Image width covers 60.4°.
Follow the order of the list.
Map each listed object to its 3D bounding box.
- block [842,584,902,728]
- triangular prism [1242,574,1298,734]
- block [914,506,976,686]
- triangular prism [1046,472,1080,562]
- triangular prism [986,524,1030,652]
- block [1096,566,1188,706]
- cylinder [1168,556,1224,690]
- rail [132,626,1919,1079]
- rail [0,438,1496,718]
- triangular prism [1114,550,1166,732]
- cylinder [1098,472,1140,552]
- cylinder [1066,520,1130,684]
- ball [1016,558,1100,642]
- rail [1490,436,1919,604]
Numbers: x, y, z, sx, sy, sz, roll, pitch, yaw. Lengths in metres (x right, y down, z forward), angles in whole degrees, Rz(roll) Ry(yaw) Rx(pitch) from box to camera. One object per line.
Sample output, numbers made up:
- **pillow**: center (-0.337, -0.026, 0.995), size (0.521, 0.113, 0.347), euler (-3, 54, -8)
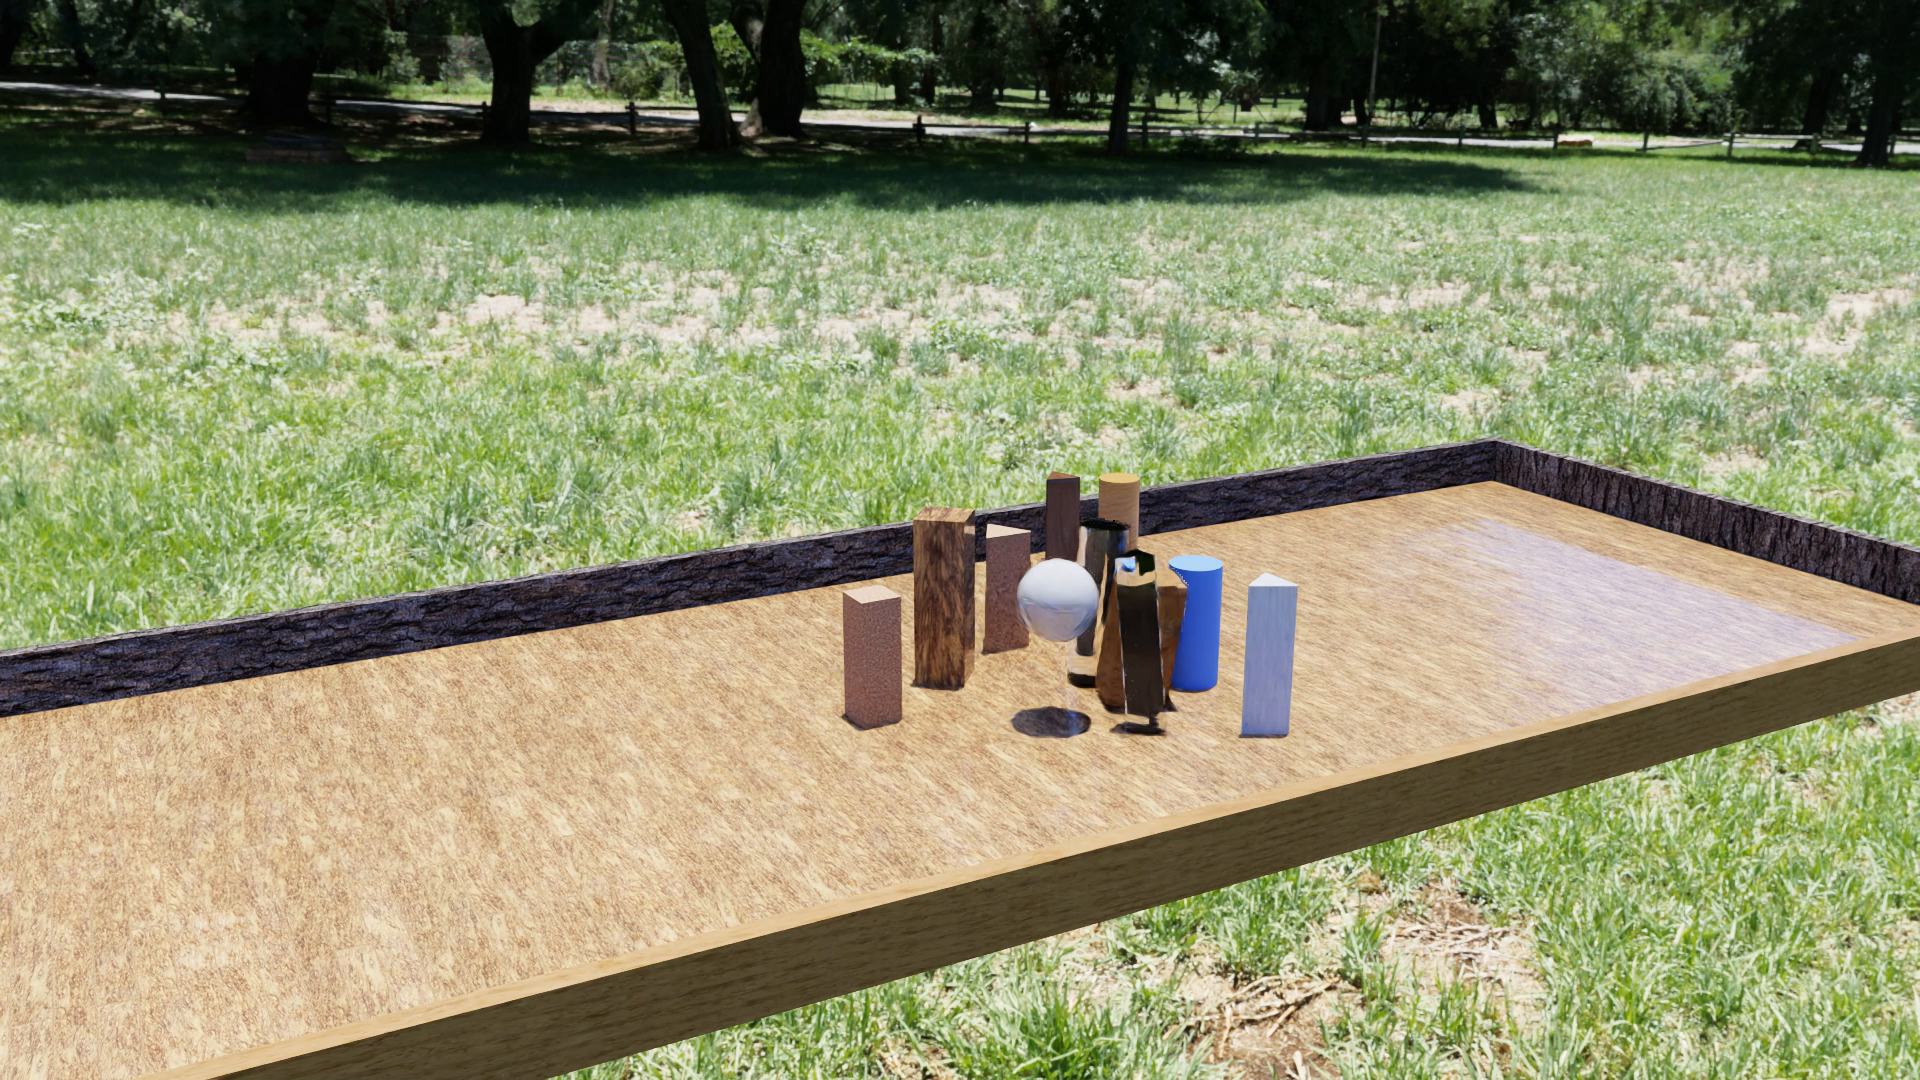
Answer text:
- **block**: center (-0.206, 0.273, 3.879), size (0.102, 0.308, 0.102), euler (-9, 19, -28)
- **triangular prism**: center (0.708, 0.263, 3.820), size (0.110, 0.361, 0.095), euler (0, 16, 0)
- **block**: center (-0.038, 0.141, 4.121), size (0.127, 0.426, 0.127), euler (4, 17, 12)
- **triangular prism**: center (0.272, 0.013, 4.596), size (0.096, 0.403, 0.083), euler (-5, 17, -15)
- **triangular prism**: center (0.102, 0.123, 4.380), size (0.130, 0.314, 0.112), euler (-8, 18, -26)
- **block**: center (0.436, 0.234, 3.984), size (0.145, 0.308, 0.145), euler (6, 15, -9)
- **cylinder**: center (0.582, 0.205, 4.109), size (0.133, 0.309, 0.133), euler (0, 16, 0)
- **rail**: center (-2.336, 1.006, 1.665), size (12.000, 0.150, 0.050), euler (-9, 18, -27)
- **rail**: center (-3.305, 0.497, 3.399), size (12.000, 0.150, 0.050), euler (-9, 18, -27)
- **triangular prism**: center (0.421, 0.233, 3.816), size (0.091, 0.418, 0.078), euler (-3, 12, 10)
- **cylinder**: center (0.413, 0.059, 4.338), size (0.106, 0.460, 0.106), euler (0, 16, 0)
- **cylinder**: center (0.344, 0.156, 4.113), size (0.122, 0.391, 0.122), euler (4, 12, -1)
- **ball**: center (0.227, 0.140, 3.826), size (0.194, 0.194, 0.194), euler (0, 16, 0)
- **rail**: center (2.466, -0.048, 5.253), size (0.050, 0.150, 2.100), euler (-9, 18, -27)
